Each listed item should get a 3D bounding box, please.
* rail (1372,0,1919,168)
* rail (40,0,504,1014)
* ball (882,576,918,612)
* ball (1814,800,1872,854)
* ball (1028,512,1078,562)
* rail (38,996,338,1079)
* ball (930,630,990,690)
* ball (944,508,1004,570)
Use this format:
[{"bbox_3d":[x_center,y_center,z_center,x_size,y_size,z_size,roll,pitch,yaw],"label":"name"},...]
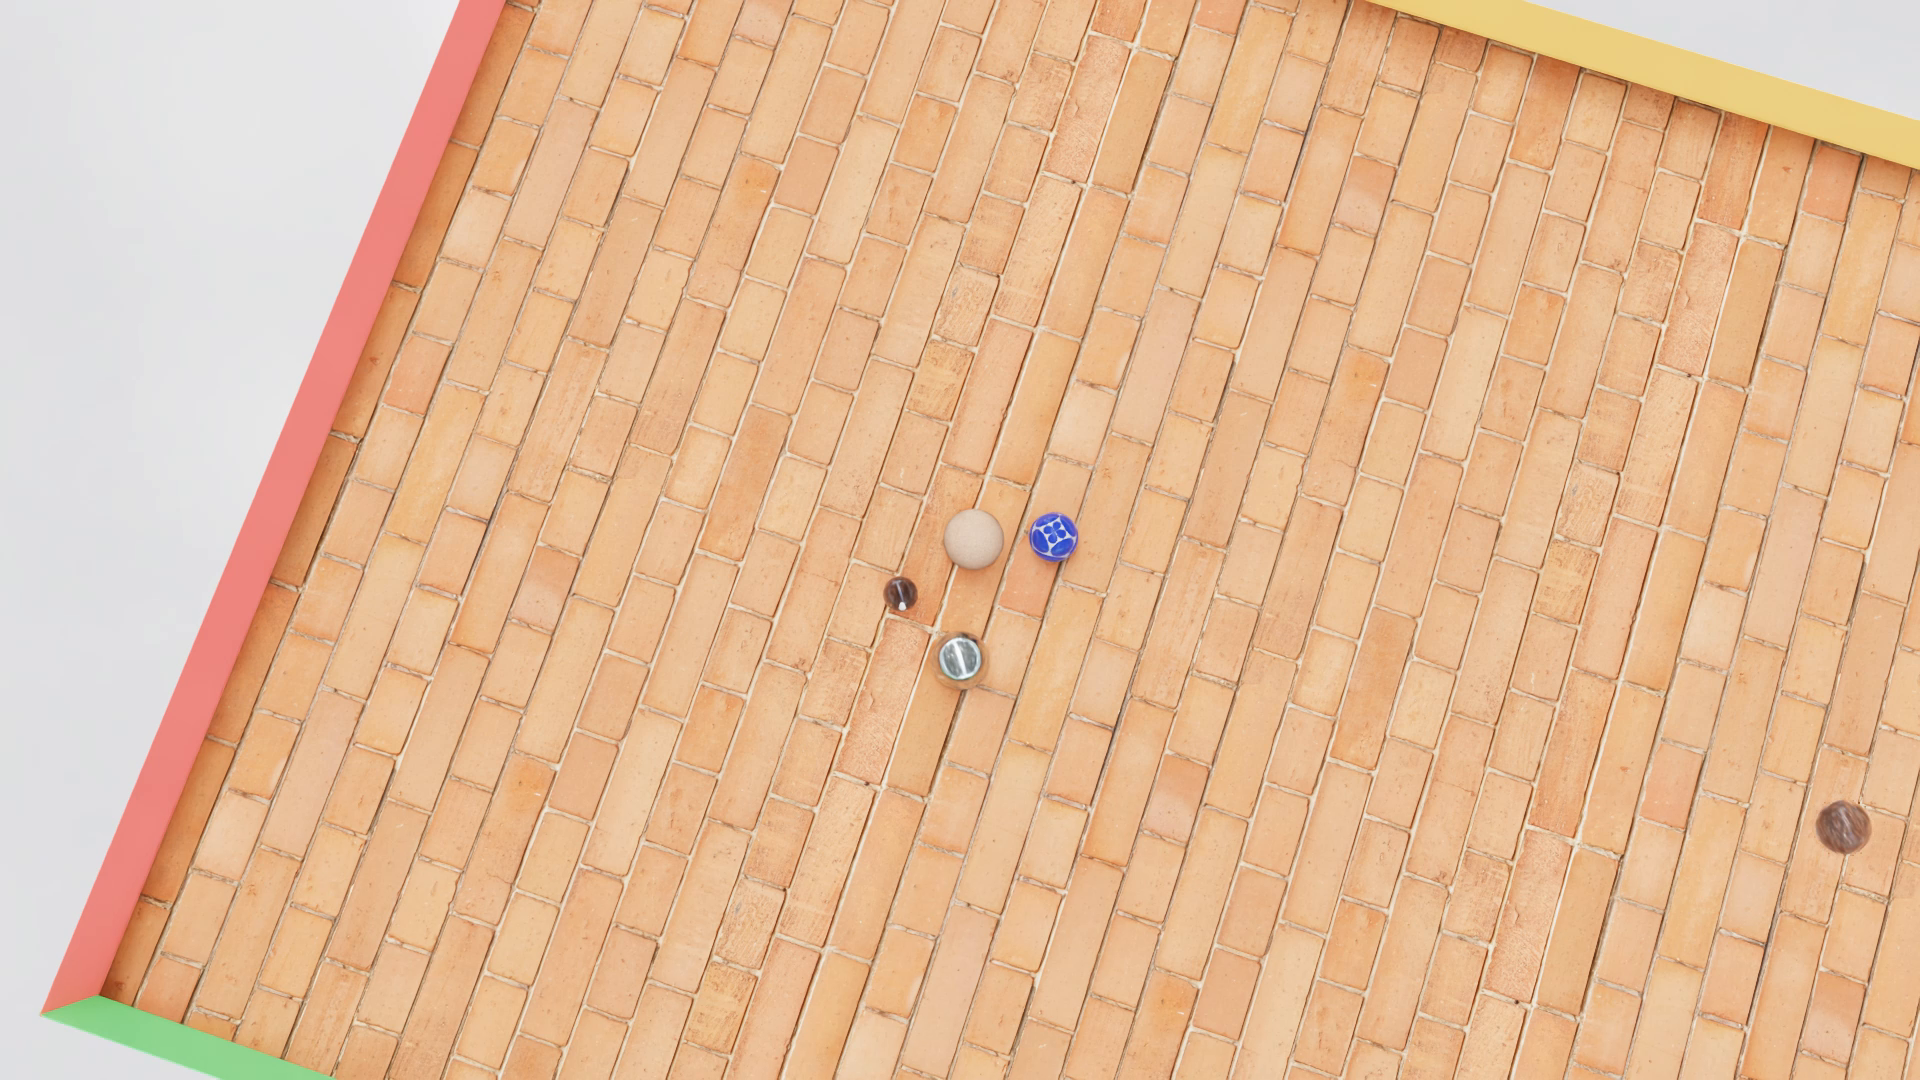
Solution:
[{"bbox_3d":[1.282,-0.666,3.428,4.006,0.119,0.045,18,78,4],"label":"rail"},{"bbox_3d":[-0.927,-0.308,3.350,0.045,0.119,2.145,18,78,4],"label":"rail"},{"bbox_3d":[-0.089,0.081,3.300,0.054,0.054,0.054,0,78,0],"label":"ball"},{"bbox_3d":[1.291,0.420,3.214,0.079,0.079,0.079,0,78,0],"label":"ball"},{"bbox_3d":[0.141,-0.004,3.307,0.076,0.076,0.076,0,78,0],"label":"ball"},{"bbox_3d":[0.617,1.278,3.005,4.006,0.119,0.045,18,78,4],"label":"rail"},{"bbox_3d":[0.000,0.178,3.261,0.088,0.088,0.088,0,78,0],"label":"ball"},{"bbox_3d":[0.020,-0.001,3.298,0.092,0.092,0.092,0,78,0],"label":"ball"}]
